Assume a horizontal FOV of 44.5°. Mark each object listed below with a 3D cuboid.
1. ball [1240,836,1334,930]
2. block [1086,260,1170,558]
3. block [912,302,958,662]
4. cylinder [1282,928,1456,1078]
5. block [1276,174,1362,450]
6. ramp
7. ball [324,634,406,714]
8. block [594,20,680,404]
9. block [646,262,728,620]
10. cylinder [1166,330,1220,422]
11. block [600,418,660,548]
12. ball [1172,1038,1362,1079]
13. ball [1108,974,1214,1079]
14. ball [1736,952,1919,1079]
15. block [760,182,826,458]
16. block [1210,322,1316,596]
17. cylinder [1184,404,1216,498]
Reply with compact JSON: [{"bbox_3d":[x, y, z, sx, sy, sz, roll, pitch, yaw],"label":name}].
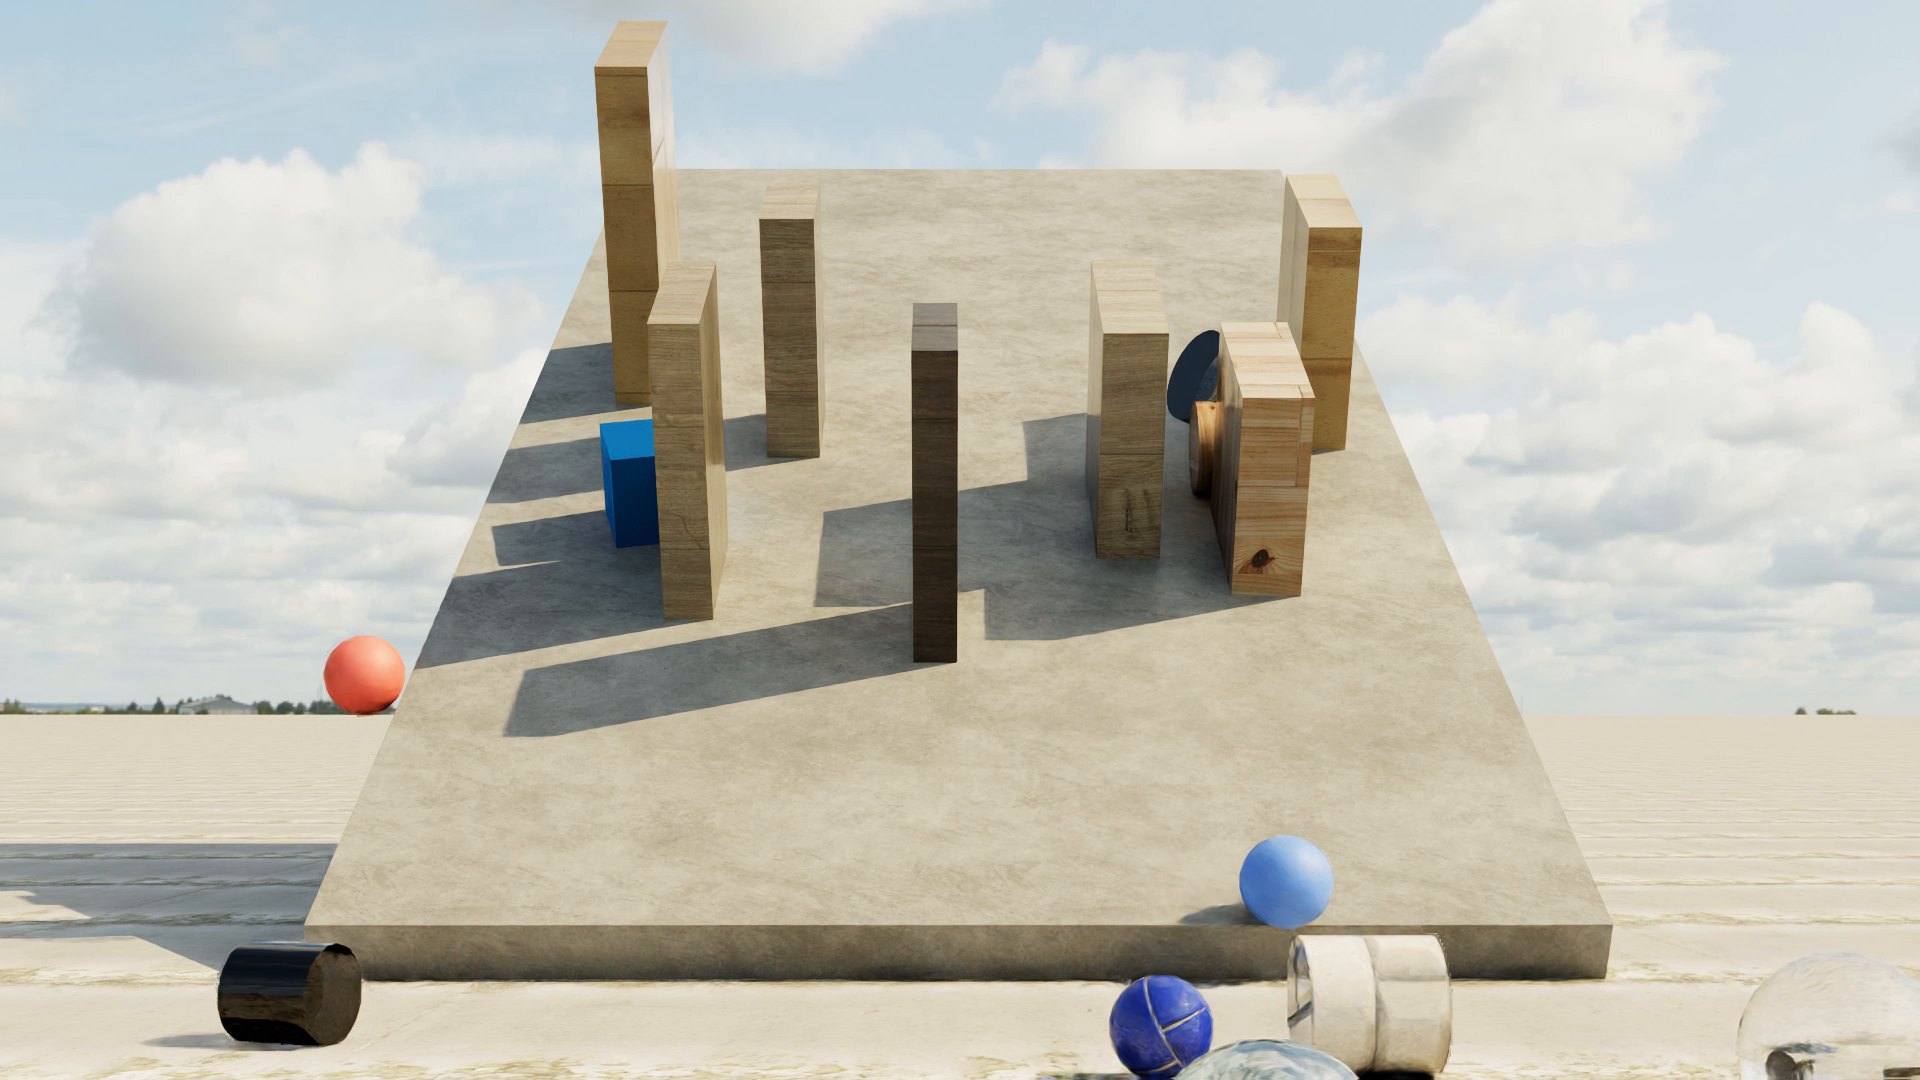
[{"bbox_3d":[0.495,0.520,3.569,0.141,0.141,0.141,0,-4,0],"label":"ball"},{"bbox_3d":[0.339,-0.275,4.835,0.127,0.484,0.439,0,26,0],"label":"block"},{"bbox_3d":[-0.045,-0.104,4.321,0.081,0.615,0.243,0,26,0],"label":"block"},{"bbox_3d":[0.465,0.530,2.682,0.156,0.156,0.156,7,-5,-7],"label":"cylinder"},{"bbox_3d":[0.802,-0.519,5.308,0.114,0.518,0.390,0,26,0],"label":"block"},{"bbox_3d":[-0.009,-0.229,5.414,2.000,0.100,4.000,0,26,0],"label":"ramp"},{"bbox_3d":[-1.076,0.244,4.249,0.144,0.144,0.144,0,-4,0],"label":"ball"},{"bbox_3d":[-0.743,-0.769,5.499,0.116,0.796,0.435,0,26,0],"label":"block"},{"bbox_3d":[-0.519,-0.194,4.524,0.094,0.601,0.346,0,26,0],"label":"block"},{"bbox_3d":[0.602,-0.325,5.172,0.210,0.210,0.210,22,-14,-25],"label":"cylinder"},{"bbox_3d":[-0.628,-0.122,4.844,0.195,0.195,0.195,-6,26,-13],"label":"block"},{"bbox_3d":[0.216,0.443,1.642,0.185,0.185,0.185,0,-4,0],"label":"ball"},{"bbox_3d":[0.226,0.548,2.635,0.118,0.118,0.118,0,-4,0],"label":"ball"},{"bbox_3d":[0.819,0.478,2.176,0.191,0.191,0.191,0,-4,0],"label":"ball"},{"bbox_3d":[-0.368,-0.487,5.199,0.116,0.550,0.265,0,26,0],"label":"block"},{"bbox_3d":[0.598,-0.166,4.686,0.136,0.418,0.407,0,26,0],"label":"block"},{"bbox_3d":[0.597,-0.197,5.006,0.197,0.197,0.197,-6,-4,-6],"label":"cylinder"}]
